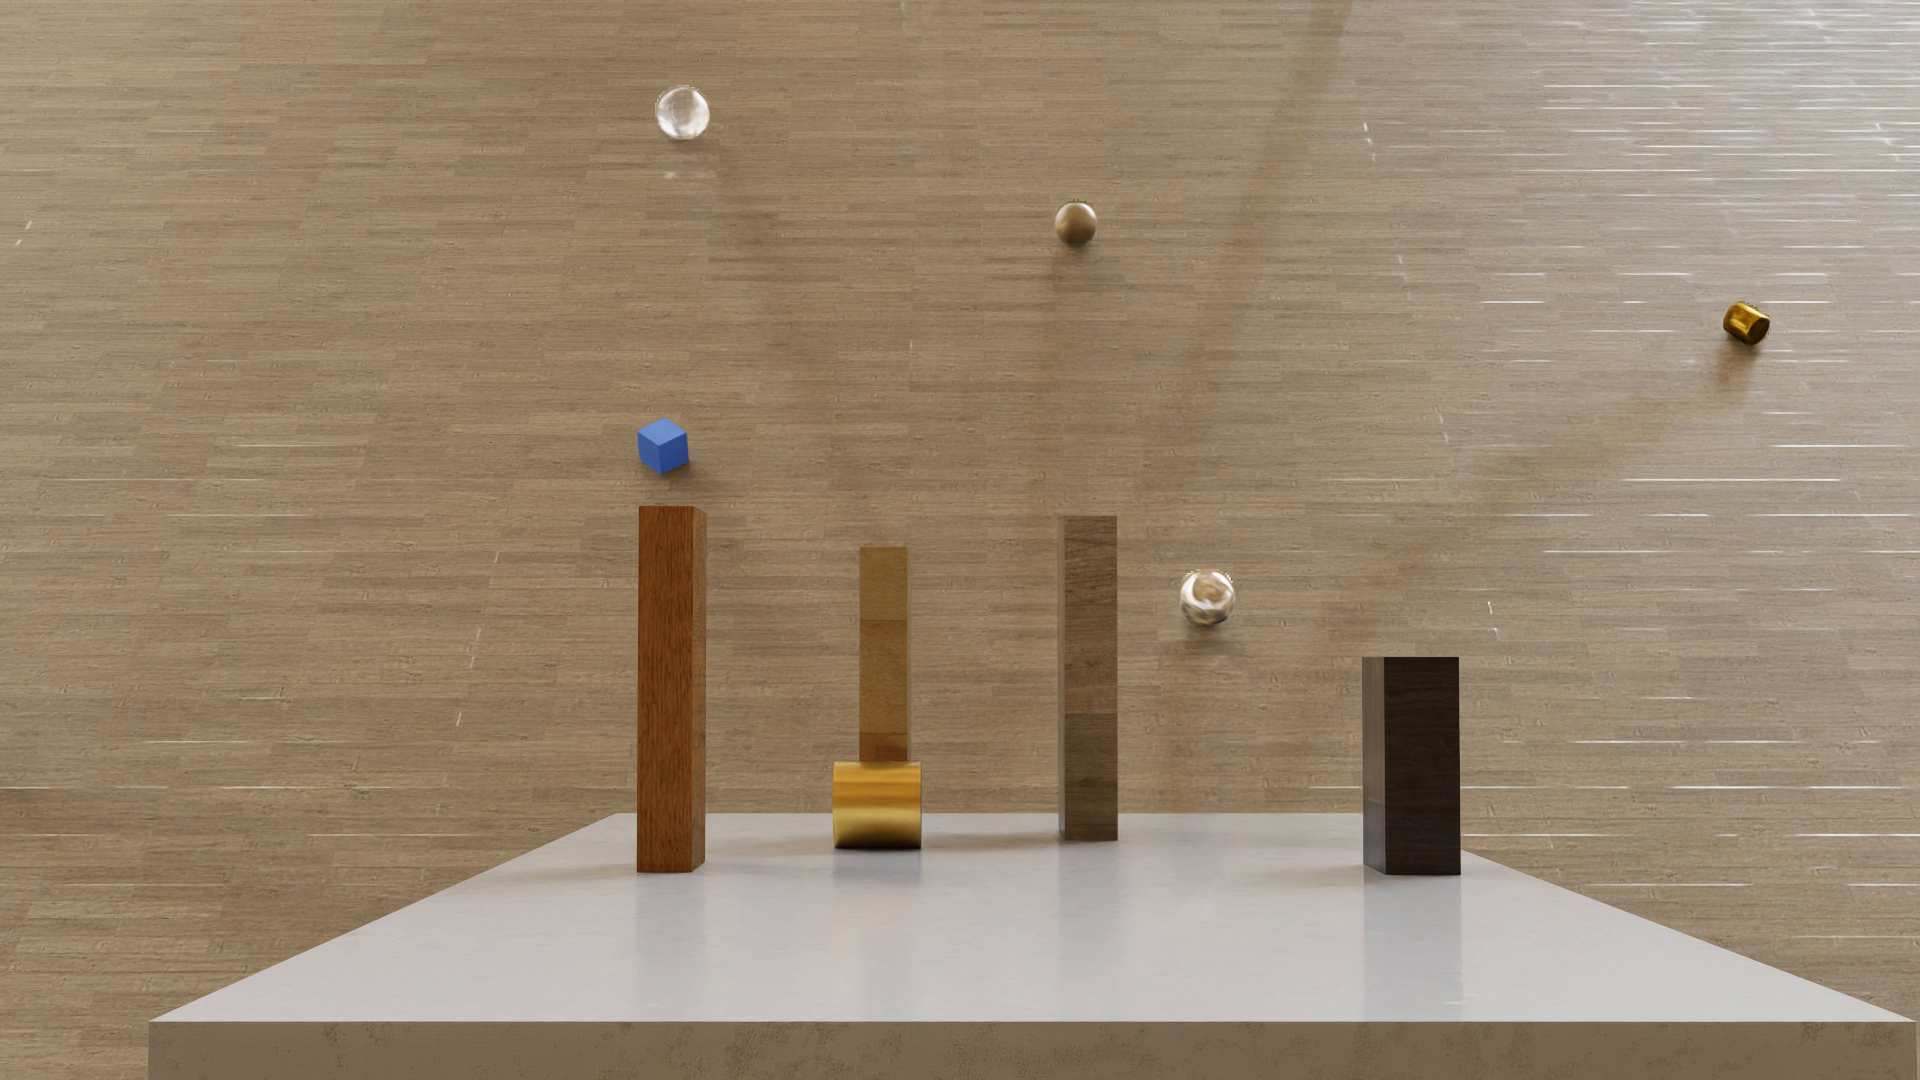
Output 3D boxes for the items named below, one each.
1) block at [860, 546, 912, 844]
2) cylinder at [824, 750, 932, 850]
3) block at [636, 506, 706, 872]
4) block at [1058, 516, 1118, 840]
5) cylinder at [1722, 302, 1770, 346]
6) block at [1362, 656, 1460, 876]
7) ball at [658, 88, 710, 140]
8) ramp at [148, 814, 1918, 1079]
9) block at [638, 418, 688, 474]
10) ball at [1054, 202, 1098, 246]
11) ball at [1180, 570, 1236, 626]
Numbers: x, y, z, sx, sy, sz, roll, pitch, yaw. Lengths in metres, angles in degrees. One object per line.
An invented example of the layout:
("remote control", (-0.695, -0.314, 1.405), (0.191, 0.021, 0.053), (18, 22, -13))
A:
("block", (-0.170, 0.355, 5.996), (0.107, 0.661, 0.420), (0, -3, 0))
("cylinder", (-0.179, 0.577, 5.681), (0.189, 0.189, 0.189), (-17, 38, 0))
("block", (-0.570, 0.293, 5.161), (0.106, 0.707, 0.271), (0, -3, 0))
("block", (0.298, 0.322, 6.104), (0.120, 0.737, 0.390), (0, -3, 0))
("cylinder", (2.690, -0.739, 8.906), (0.109, 0.109, 0.109), (-22, 42, -26))
("block", (0.881, 0.436, 5.094), (0.143, 0.415, 0.274), (0, -3, 0))
("ball", (-1.066, -1.641, 10.021), (0.198, 0.198, 0.198), (0, 37, 0))
("ramp", (0.082, 0.687, 4.939), (2.000, 0.100, 4.000), (0, -3, 0))
("block", (-0.950, -0.301, 8.329), (0.112, 0.112, 0.112), (-29, 46, -32))
("ball", (0.419, -1.141, 9.397), (0.157, 0.157, 0.157), (0, 37, 0))
("ball", (0.728, 0.172, 7.662), (0.165, 0.165, 0.165), (0, 37, 0))
